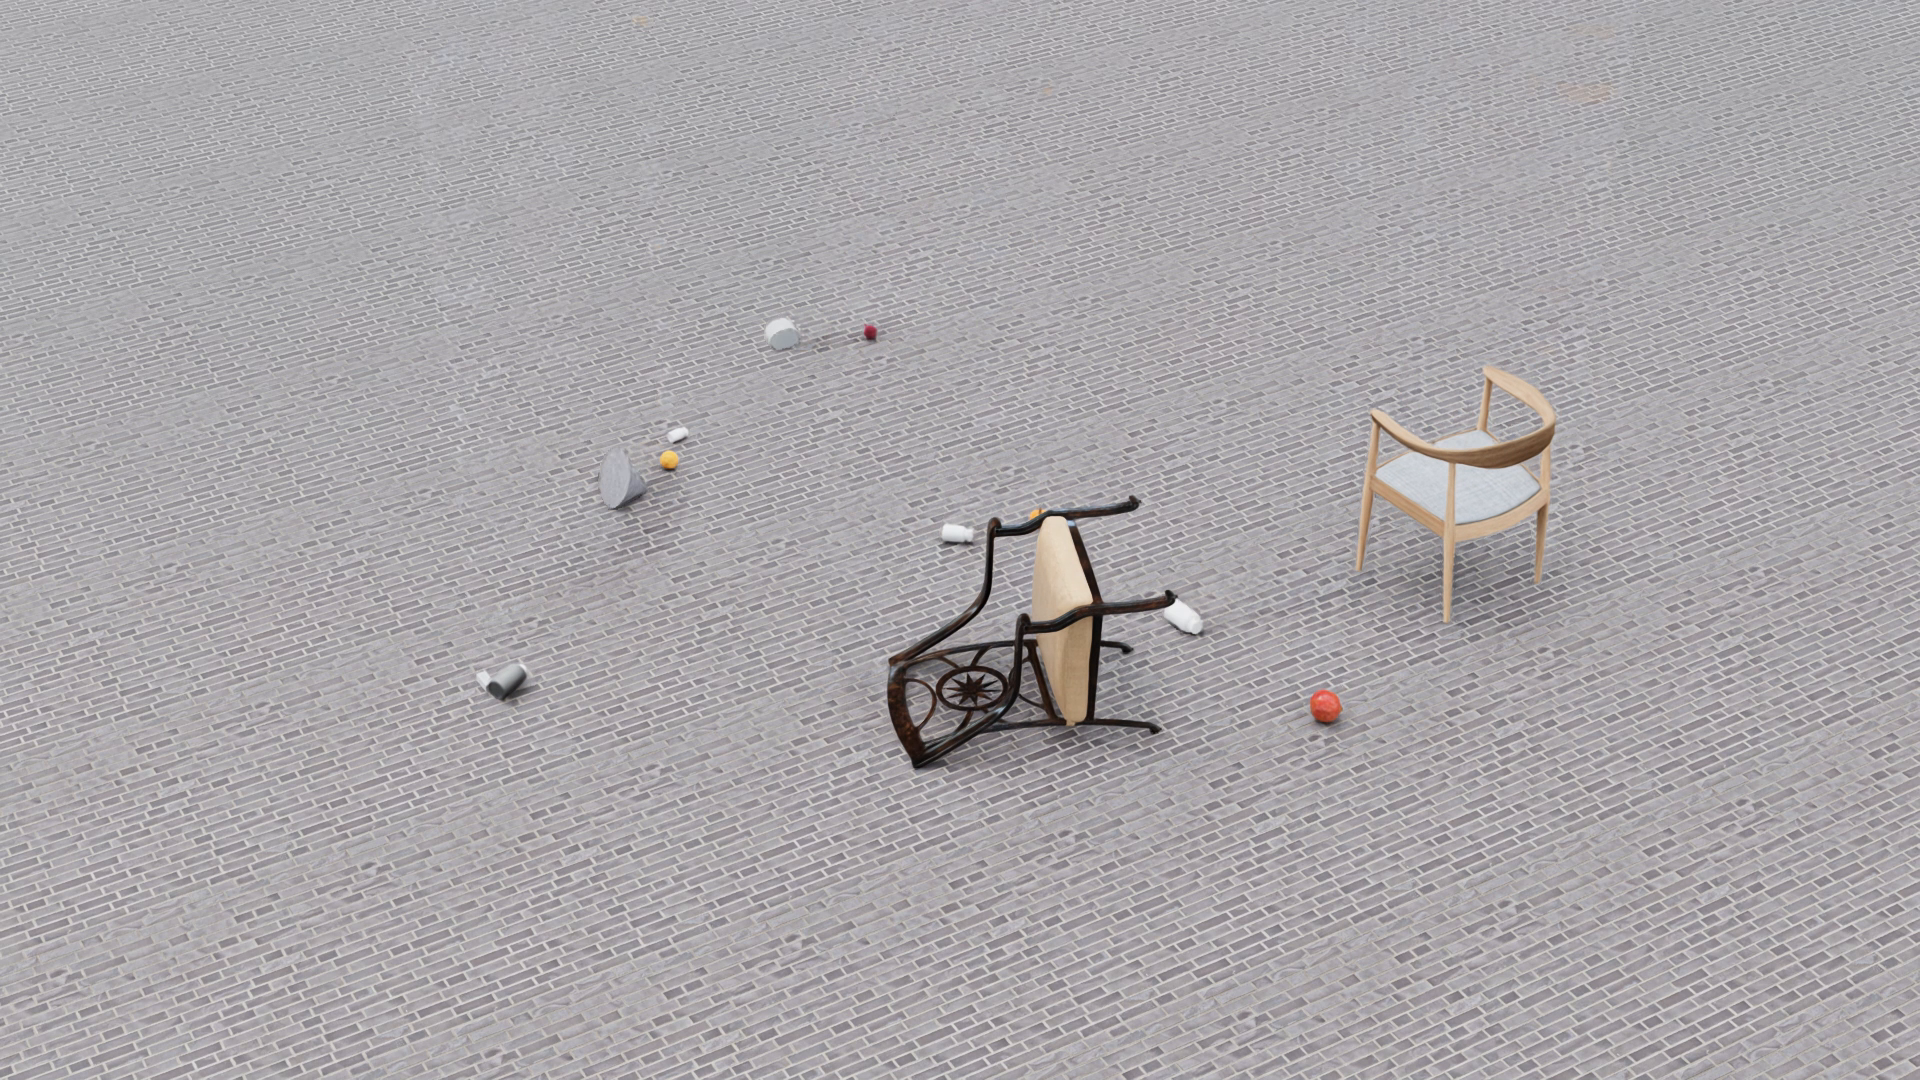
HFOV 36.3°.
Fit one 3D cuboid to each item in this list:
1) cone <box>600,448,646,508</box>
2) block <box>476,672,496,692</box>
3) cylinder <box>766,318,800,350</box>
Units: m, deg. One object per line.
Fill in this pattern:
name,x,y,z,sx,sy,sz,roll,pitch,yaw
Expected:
cone,-1.256,-0.214,11.196,0.145,0.190,0.294,21,29,-33
block,-1.645,0.492,10.172,0.033,0.028,0.078,-19,38,-27
cylinder,-0.736,-0.854,12.153,0.124,0.094,0.086,-18,36,-10
